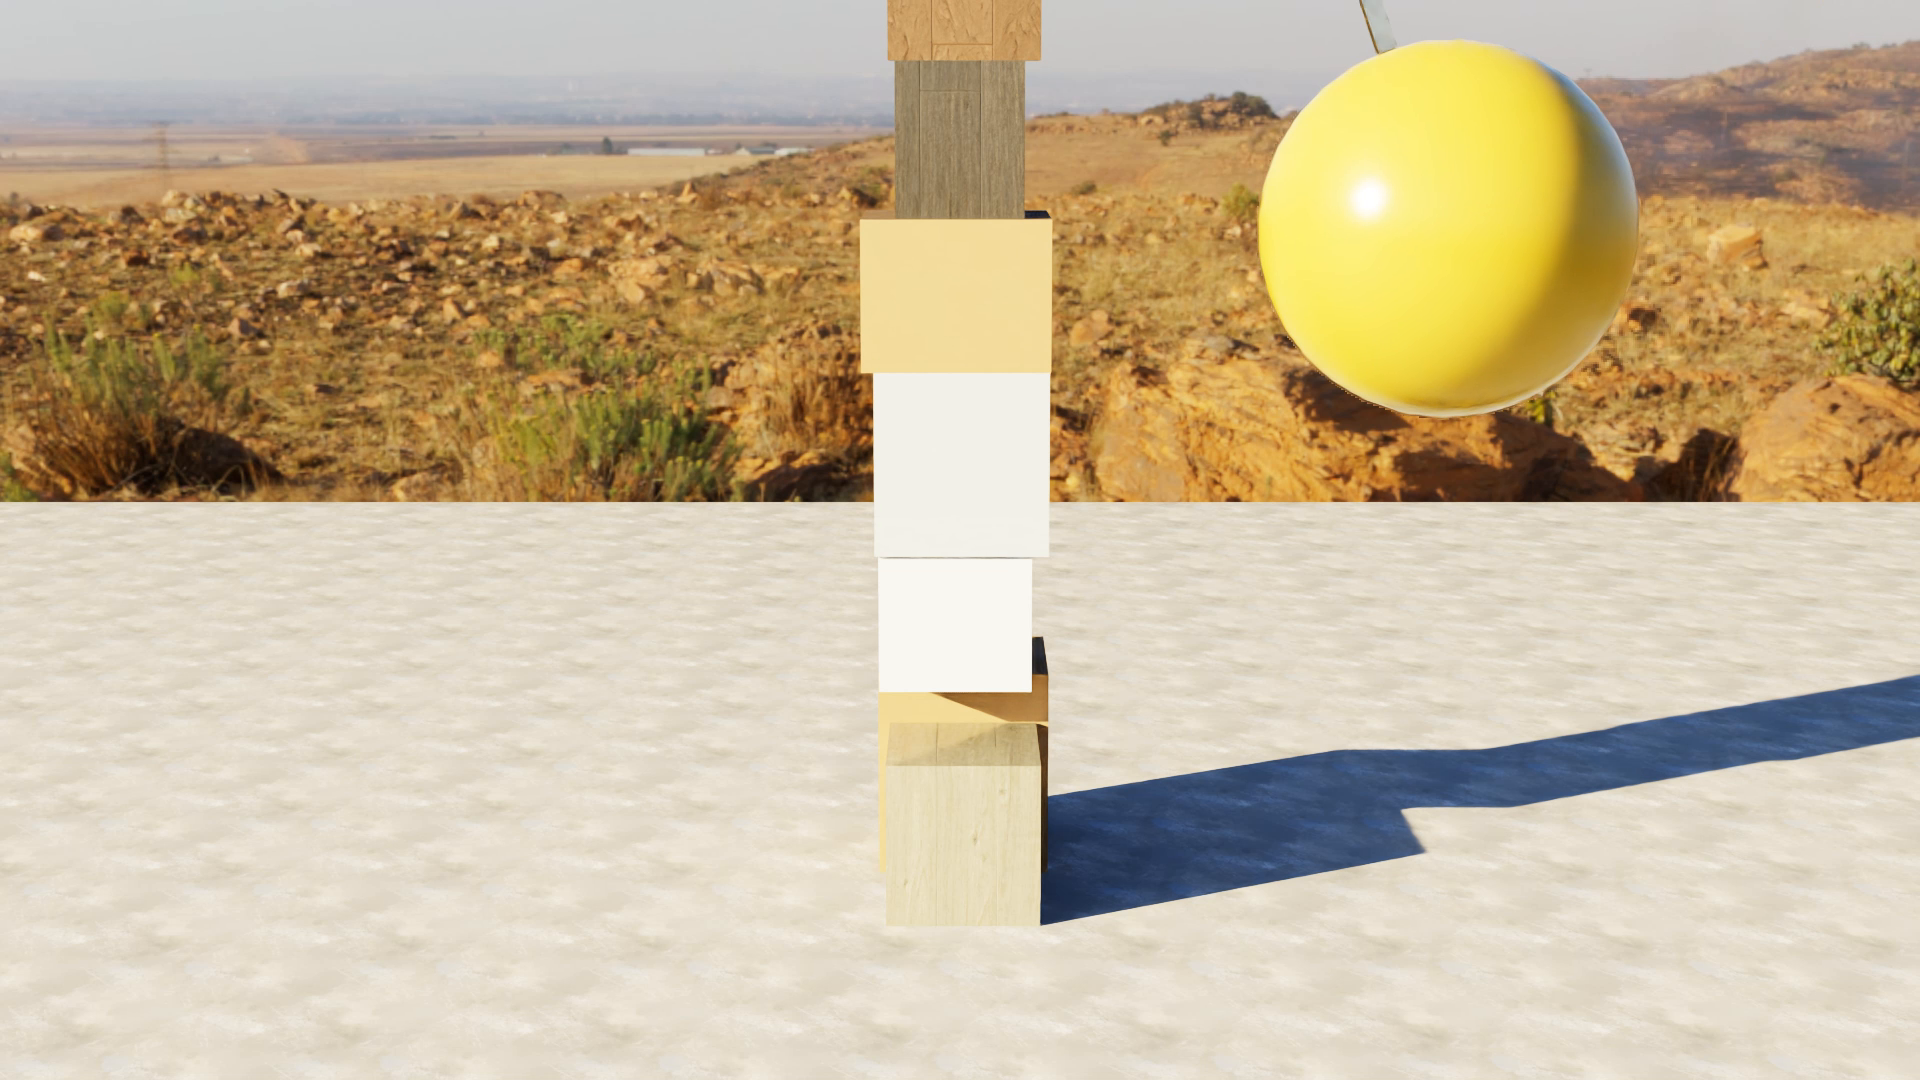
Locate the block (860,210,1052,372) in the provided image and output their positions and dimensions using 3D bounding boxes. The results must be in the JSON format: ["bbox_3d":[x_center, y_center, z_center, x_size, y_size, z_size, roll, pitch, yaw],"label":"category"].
[{"bbox_3d":[-0.016,-1.073,10.985,0.792,0.634,0.731,0,10,0],"label":"block"}]

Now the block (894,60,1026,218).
[{"bbox_3d":[-0.001,-1.703,10.871,0.536,0.645,0.604,0,10,0],"label":"block"}]

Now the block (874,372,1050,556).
[{"bbox_3d":[0.007,-0.378,11.112,0.735,0.779,0.733,0,10,0],"label":"block"}]

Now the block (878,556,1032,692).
[{"bbox_3d":[-0.020,0.296,11.234,0.649,0.591,0.687,0,10,0],"label":"block"}]

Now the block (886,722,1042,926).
[{"bbox_3d":[0.013,1.208,10.997,0.642,0.689,0.720,0,10,0],"label":"block"}]

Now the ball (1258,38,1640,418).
[{"bbox_3d":[2.074,-1.323,10.940,1.600,1.600,1.600,0,10,0],"label":"ball"}]

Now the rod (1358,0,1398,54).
[{"bbox_3d":[0.899,-4.462,10.369,0.080,5.200,0.080,-20,10,4],"label":"rod"}]

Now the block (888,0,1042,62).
[{"bbox_3d":[0.018,-2.301,10.762,0.631,0.572,0.563,0,10,0],"label":"block"}]

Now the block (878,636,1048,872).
[{"bbox_3d":[0.015,0.966,11.727,0.748,0.904,0.783,0,10,0],"label":"block"}]
